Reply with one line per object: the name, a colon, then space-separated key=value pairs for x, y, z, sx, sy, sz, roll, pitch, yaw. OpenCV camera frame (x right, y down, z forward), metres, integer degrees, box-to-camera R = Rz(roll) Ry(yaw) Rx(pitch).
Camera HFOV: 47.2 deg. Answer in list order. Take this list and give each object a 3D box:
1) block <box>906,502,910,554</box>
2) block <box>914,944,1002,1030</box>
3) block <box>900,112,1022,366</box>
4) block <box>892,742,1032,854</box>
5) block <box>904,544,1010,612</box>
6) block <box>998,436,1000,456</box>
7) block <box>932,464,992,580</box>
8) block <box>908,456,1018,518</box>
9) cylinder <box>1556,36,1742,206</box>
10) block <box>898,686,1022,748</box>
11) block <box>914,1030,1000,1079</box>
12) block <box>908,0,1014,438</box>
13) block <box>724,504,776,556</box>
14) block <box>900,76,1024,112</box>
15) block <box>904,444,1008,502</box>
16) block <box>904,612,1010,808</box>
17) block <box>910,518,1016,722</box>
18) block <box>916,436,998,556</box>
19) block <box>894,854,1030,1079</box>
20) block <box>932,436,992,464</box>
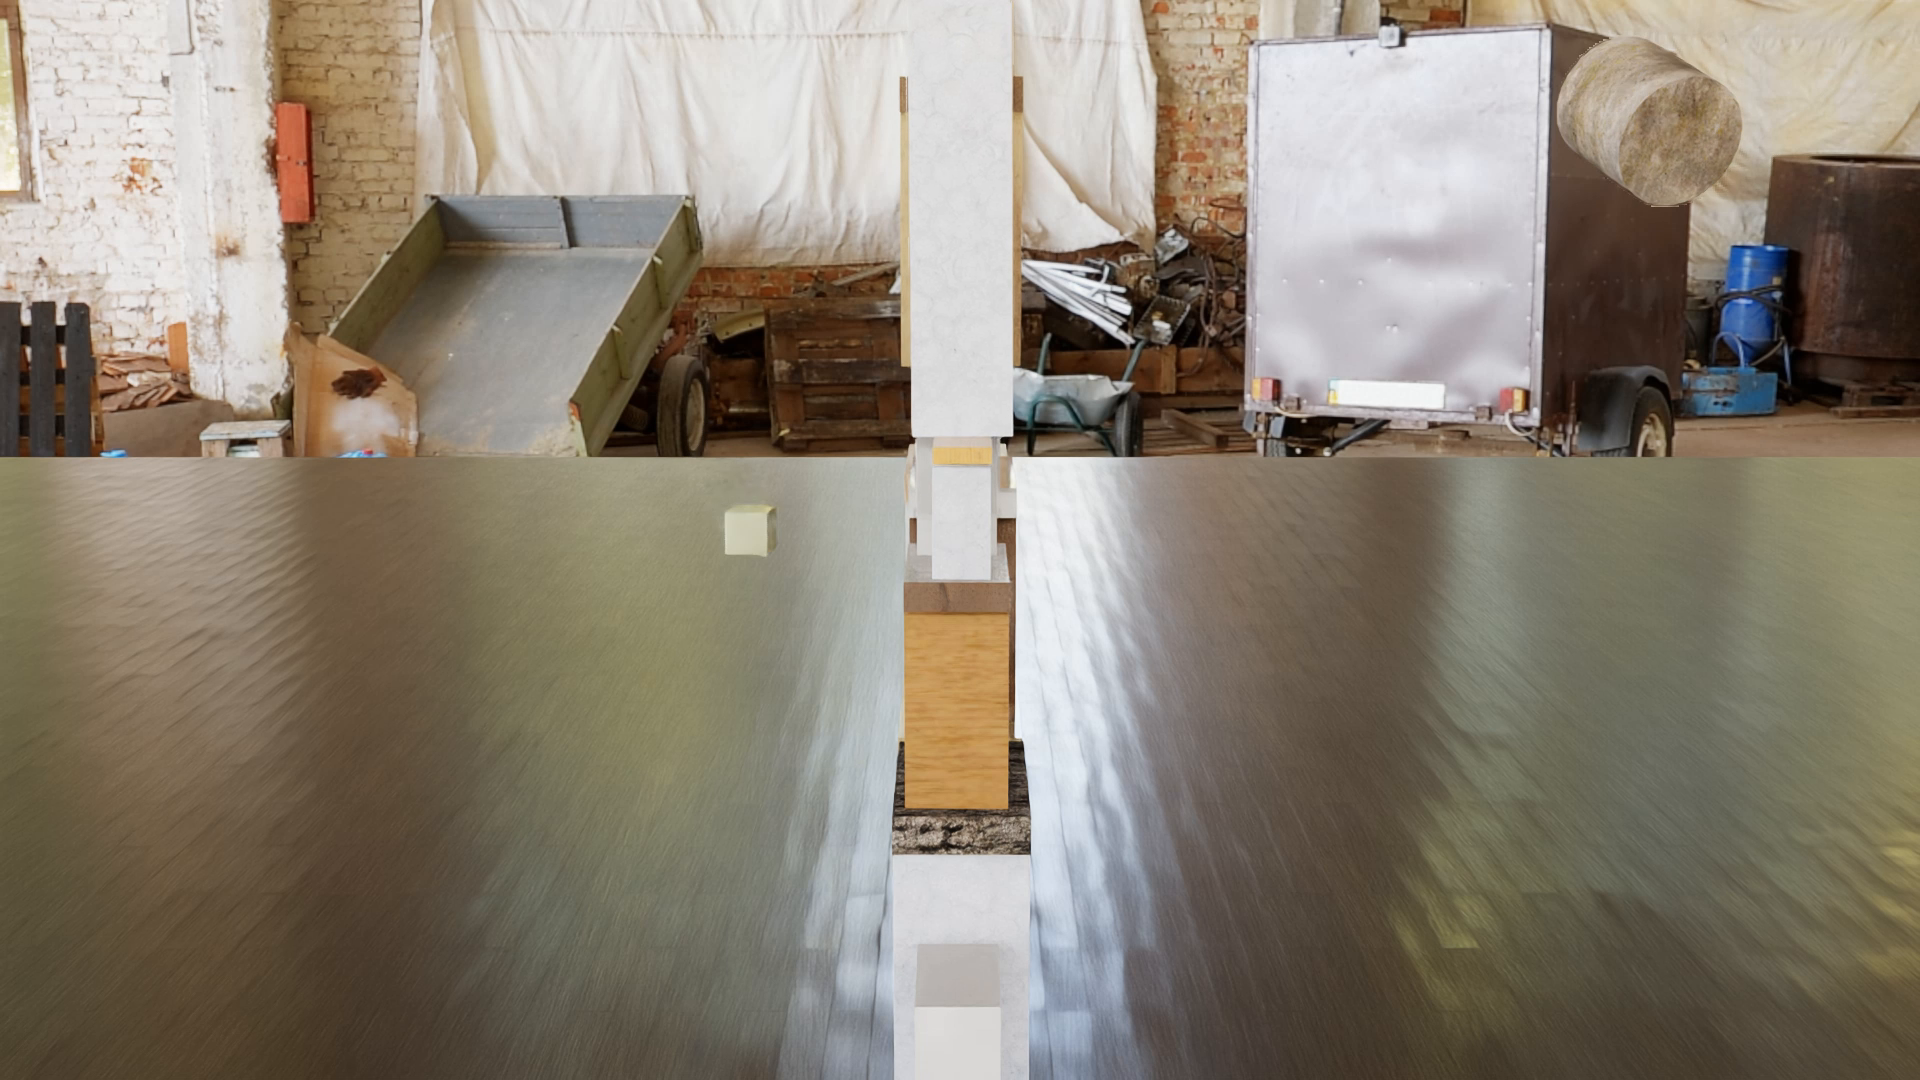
block: x=-0.004 y=0.094 z=3.518 sx=0.164 sy=0.328 sz=0.047 roll=0 pitch=11 yaw=0
block: x=-0.002 y=0.547 z=2.698 sx=0.103 sy=0.029 sz=0.205 roll=0 pitch=11 yaw=0
block: x=0.002 y=-0.419 z=3.072 sx=0.167 sy=0.349 sz=0.047 roll=0 pitch=10 yaw=0
block: x=0.002 y=0.342 z=2.948 sx=0.175 sy=0.050 sz=0.351 roll=0 pitch=11 yaw=0
block: x=-0.004 y=0.047 z=2.858 sx=0.131 sy=0.037 sz=0.263 roll=0 pitch=11 yaw=0
block: x=-0.004 y=-0.276 z=3.590 sx=0.139 sy=0.278 sz=0.039 roll=0 pitch=11 yaw=0
block: x=0.002 y=-0.024 z=2.739 sx=0.073 sy=0.146 sz=0.021 roll=0 pitch=11 yaw=0
block: x=0.004 y=-0.081 z=3.269 sx=0.153 sy=0.043 sz=0.307 roll=0 pitch=11 yaw=0
cylinder: x=1.473 y=-0.900 z=4.712 sx=0.281 sy=0.281 sz=0.281 roll=-3 pitch=30 yaw=-14
block: x=0.000 y=0.273 z=3.299 sx=0.177 sy=0.050 sz=0.354 roll=0 pitch=11 yaw=0
block: x=-0.003 y=0.674 z=2.652 sx=0.103 sy=0.205 sz=0.029 roll=0 pitch=11 yaw=0
block: x=0.001 y=-0.408 z=2.767 sx=0.129 sy=0.556 sz=0.036 roll=0 pitch=10 yaw=0
block: x=-0.633 y=-0.030 z=6.649 sx=0.130 sy=0.130 sz=0.130 roll=2 pitch=11 yaw=8
block: x=0.001 y=-0.635 z=3.146 sx=0.167 sy=0.047 sz=0.335 roll=0 pitch=11 yaw=0
block: x=-0.004 y=-0.111 z=3.591 sx=0.164 sy=0.047 sz=0.328 roll=0 pitch=11 yaw=0
block: x=-0.004 y=0.210 z=2.799 sx=0.131 sy=0.263 sz=0.037 roll=0 pitch=11 yaw=0
block: x=0.004 y=0.110 z=3.200 sx=0.153 sy=0.307 sz=0.043 roll=0 pitch=11 yaw=0
block: x=-0.004 y=-0.196 z=2.872 sx=0.105 sy=0.436 sz=0.030 roll=0 pitch=10 yaw=0
block: x=0.002 y=0.560 z=2.870 sx=0.175 sy=0.351 sz=0.050 roll=0 pitch=11 yaw=0
block: x=0.003 y=-0.116 z=2.770 sx=0.073 sy=0.021 sz=0.146 roll=0 pitch=10 yaw=1
